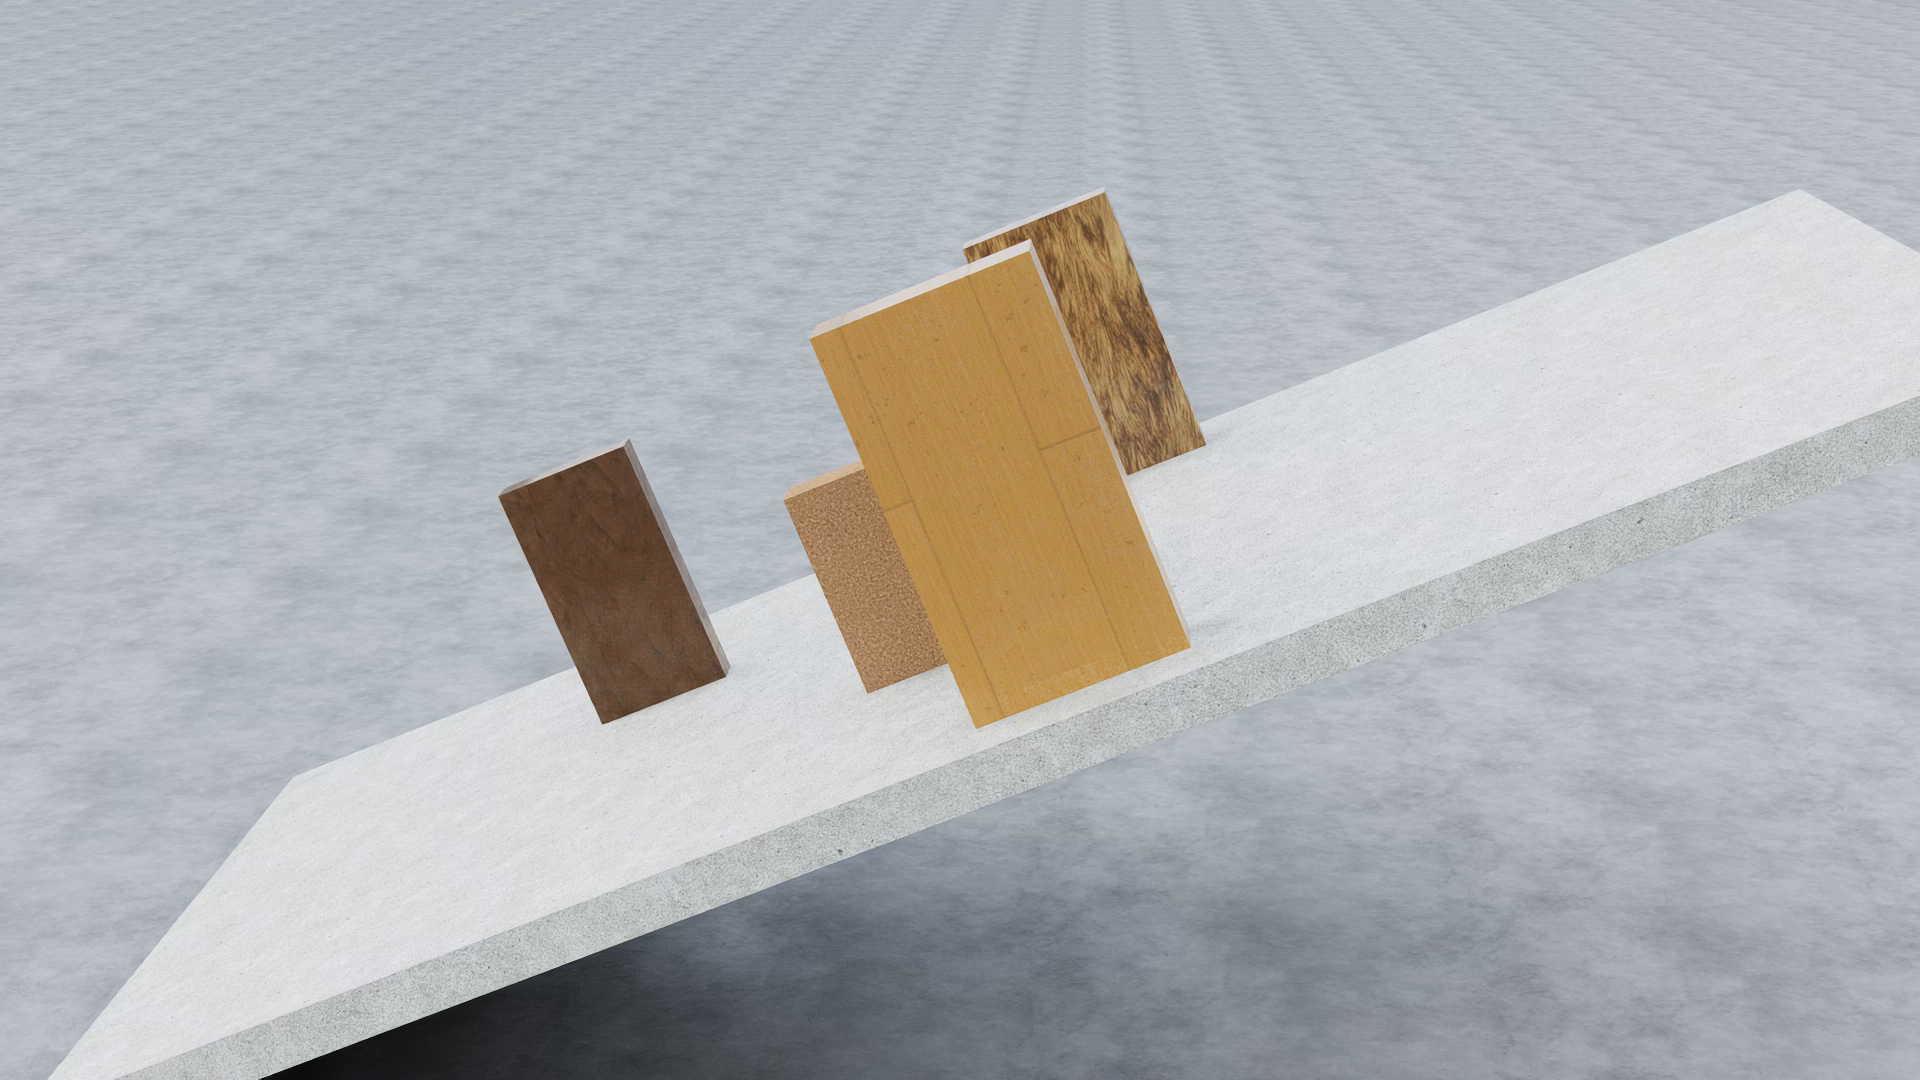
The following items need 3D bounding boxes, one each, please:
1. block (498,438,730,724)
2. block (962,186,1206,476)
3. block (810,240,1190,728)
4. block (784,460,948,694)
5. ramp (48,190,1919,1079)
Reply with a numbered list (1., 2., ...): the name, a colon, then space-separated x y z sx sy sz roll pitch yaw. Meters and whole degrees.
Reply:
1. block: -0.778 0.096 6.649 0.308 0.575 0.087 -21 12 7
2. block: 0.295 -0.463 6.938 0.356 0.644 0.106 -21 12 7
3. block: 0.080 -0.100 5.418 0.426 0.791 0.147 -21 12 7
4. block: -0.080 0.031 5.990 0.410 0.438 0.107 -21 12 7
5. ramp: 0.125 0.173 6.289 4.000 0.100 2.000 -21 12 7
